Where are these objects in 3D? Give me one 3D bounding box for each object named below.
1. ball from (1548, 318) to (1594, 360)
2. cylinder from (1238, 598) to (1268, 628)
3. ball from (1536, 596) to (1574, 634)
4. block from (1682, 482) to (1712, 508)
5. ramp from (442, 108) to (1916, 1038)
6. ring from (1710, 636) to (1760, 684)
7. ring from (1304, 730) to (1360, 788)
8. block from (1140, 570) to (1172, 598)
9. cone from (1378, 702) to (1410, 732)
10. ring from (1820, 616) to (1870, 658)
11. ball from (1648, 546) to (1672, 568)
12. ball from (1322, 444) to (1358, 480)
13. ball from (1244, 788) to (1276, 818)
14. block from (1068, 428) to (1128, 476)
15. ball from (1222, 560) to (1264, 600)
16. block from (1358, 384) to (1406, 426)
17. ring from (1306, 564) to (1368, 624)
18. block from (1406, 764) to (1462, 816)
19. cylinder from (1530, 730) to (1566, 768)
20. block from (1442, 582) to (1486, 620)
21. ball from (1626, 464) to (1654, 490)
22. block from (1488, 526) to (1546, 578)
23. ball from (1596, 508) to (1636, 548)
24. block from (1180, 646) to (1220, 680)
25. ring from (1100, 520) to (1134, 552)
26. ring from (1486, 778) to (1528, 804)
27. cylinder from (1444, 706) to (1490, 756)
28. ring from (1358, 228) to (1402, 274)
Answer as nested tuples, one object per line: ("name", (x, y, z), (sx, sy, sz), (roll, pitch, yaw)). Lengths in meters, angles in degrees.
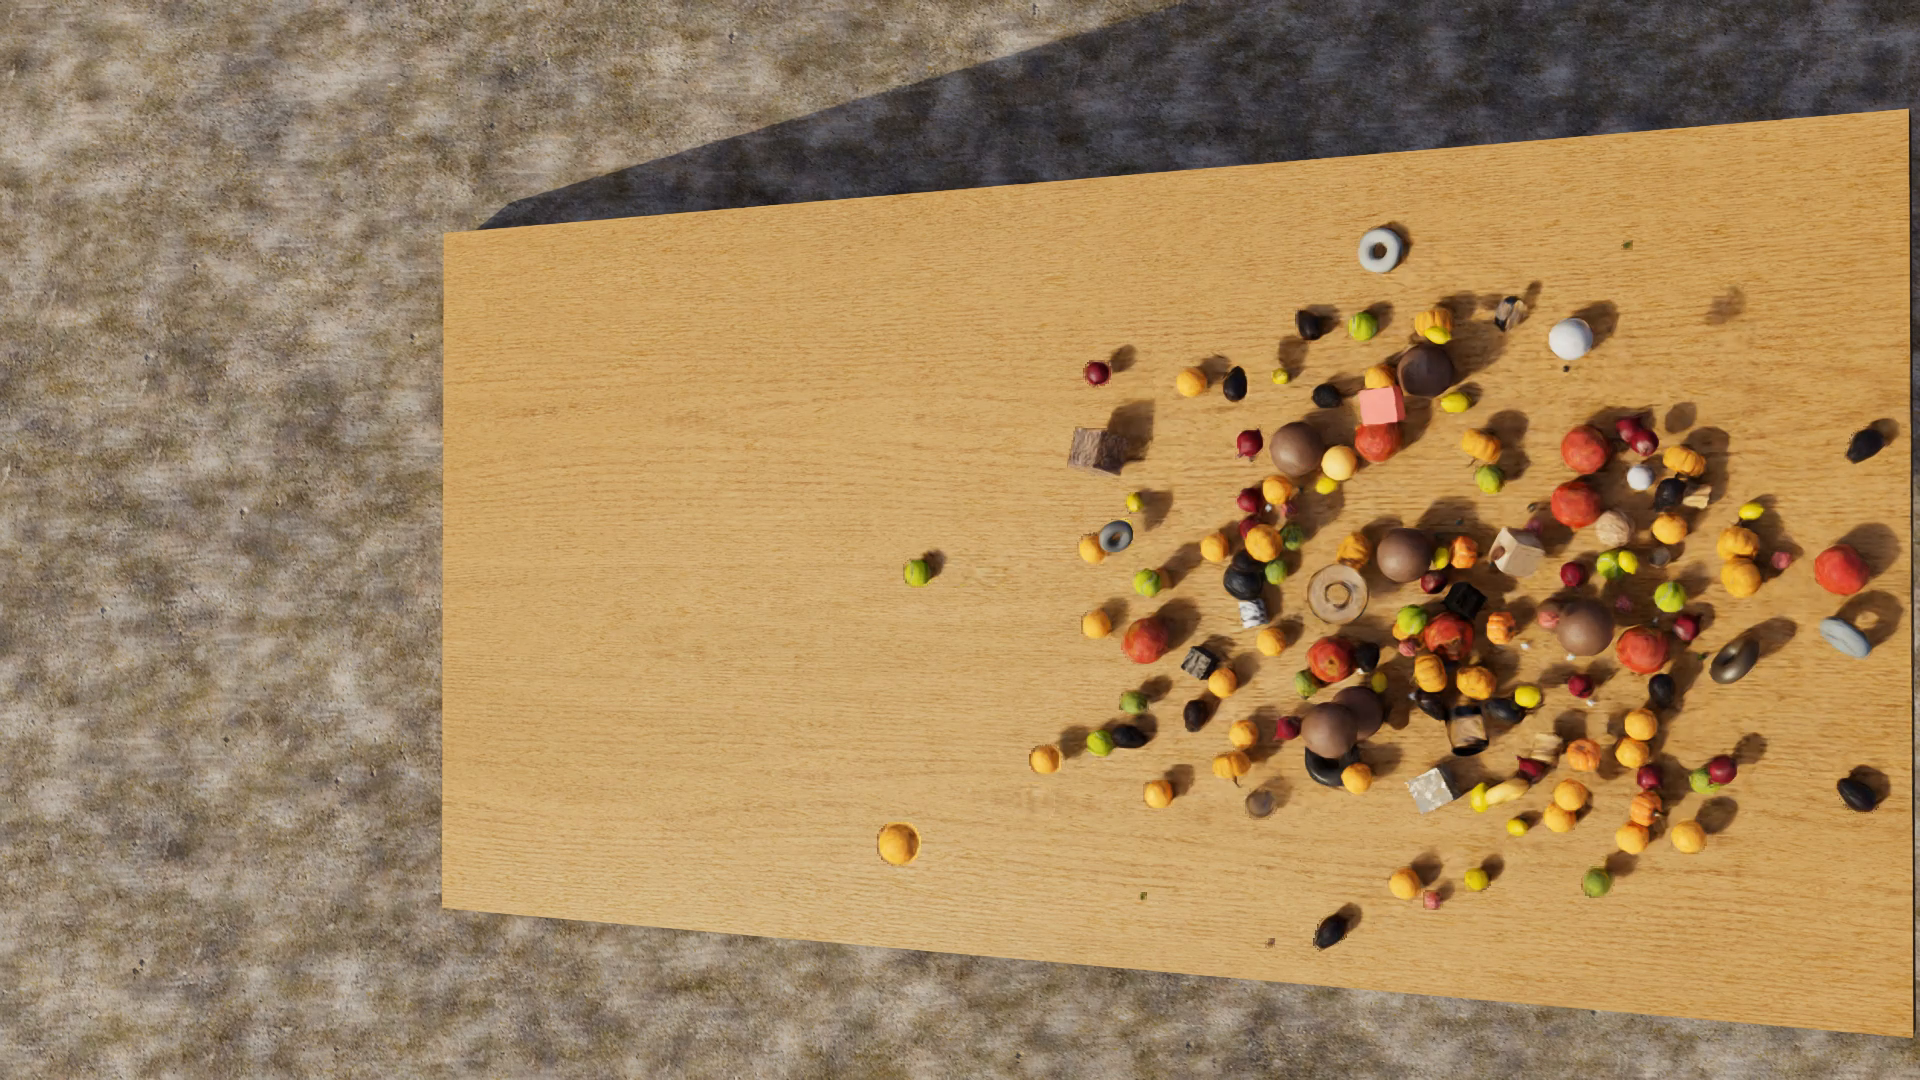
("ball", (1.392, -0.459, 5.012), (0.098, 0.098, 0.098), (0, 89, 0))
("cylinder", (0.715, 0.179, 5.361), (0.062, 0.062, 0.062), (-13, 84, 0))
("ball", (1.360, 0.172, 5.026), (0.086, 0.086, 0.086), (0, 89, 0))
("block", (1.642, -0.100, 4.904), (0.051, 0.051, 0.051), (15, 95, 16))
("ramp", (0.280, 0.080, 5.671), (4.000, 0.100, 2.000), (0, 89, 26))
("ring", (1.706, 0.265, 4.839), (0.043, 0.129, 0.129), (41, 90, -6))
("ring", (0.894, 0.525, 5.279), (0.139, 0.046, 0.139), (0, 90, 28))
("block", (0.489, 0.108, 5.480), (0.053, 0.053, 0.053), (-28, 77, 23))
("cone", (1.019, 0.416, 5.226), (0.069, 0.069, 0.069), (-2, 94, -37))
("ring", (1.908, 0.210, 4.741), (0.118, 0.118, 0.039), (40, 87, 0))
("ball", (1.574, 0.039, 4.942), (0.050, 0.050, 0.050), (0, 89, 0))
("ball", (0.908, -0.184, 5.257), (0.086, 0.086, 0.086), (0, 89, 0))
("ball", (0.729, 0.640, 5.344), (0.073, 0.073, 0.073), (0, 89, 0))
("block", (0.348, -0.219, 5.506), (0.094, 0.094, 0.094), (16, 85, -38))
("ball", (0.690, 0.097, 5.355), (0.099, 0.099, 0.099), (0, 89, 0))
("block", (0.967, -0.309, 5.034), (0.080, 0.080, 0.080), (-6, 94, 25))
("ring", (0.891, 0.129, 5.186), (0.147, 0.049, 0.147), (3, 100, 19))
("block", (1.110, 0.585, 5.148), (0.084, 0.084, 0.084), (-31, 76, 23))
("cylinder", (1.341, 0.476, 5.020), (0.063, 0.063, 0.063), (29, 64, 0))
("block", (1.166, 0.140, 5.083), (0.060, 0.060, 0.060), (36, 80, -16))
("ball", (1.535, -0.141, 4.959), (0.060, 0.060, 0.060), (0, 89, 0))
("block", (1.273, 0.028, 5.028), (0.079, 0.079, 0.079), (12, 118, -20))
("ball", (1.480, -0.027, 4.965), (0.088, 0.088, 0.088), (0, 89, 0))
("block", (0.592, 0.304, 5.424), (0.060, 0.060, 0.060), (33, 103, 23))
("ring", (0.387, -0.009, 5.452), (0.091, 0.030, 0.091), (-11, 128, -14))
("ring", (1.258, 0.578, 5.058), (0.105, 0.105, 0.035), (-21, 70, 0))
("cylinder", (1.175, 0.442, 5.100), (0.088, 0.088, 0.088), (-8, 59, 0))
("ring", (1.002, -0.690, 5.243), (0.110, 0.037, 0.110), (-1, 87, 28))
